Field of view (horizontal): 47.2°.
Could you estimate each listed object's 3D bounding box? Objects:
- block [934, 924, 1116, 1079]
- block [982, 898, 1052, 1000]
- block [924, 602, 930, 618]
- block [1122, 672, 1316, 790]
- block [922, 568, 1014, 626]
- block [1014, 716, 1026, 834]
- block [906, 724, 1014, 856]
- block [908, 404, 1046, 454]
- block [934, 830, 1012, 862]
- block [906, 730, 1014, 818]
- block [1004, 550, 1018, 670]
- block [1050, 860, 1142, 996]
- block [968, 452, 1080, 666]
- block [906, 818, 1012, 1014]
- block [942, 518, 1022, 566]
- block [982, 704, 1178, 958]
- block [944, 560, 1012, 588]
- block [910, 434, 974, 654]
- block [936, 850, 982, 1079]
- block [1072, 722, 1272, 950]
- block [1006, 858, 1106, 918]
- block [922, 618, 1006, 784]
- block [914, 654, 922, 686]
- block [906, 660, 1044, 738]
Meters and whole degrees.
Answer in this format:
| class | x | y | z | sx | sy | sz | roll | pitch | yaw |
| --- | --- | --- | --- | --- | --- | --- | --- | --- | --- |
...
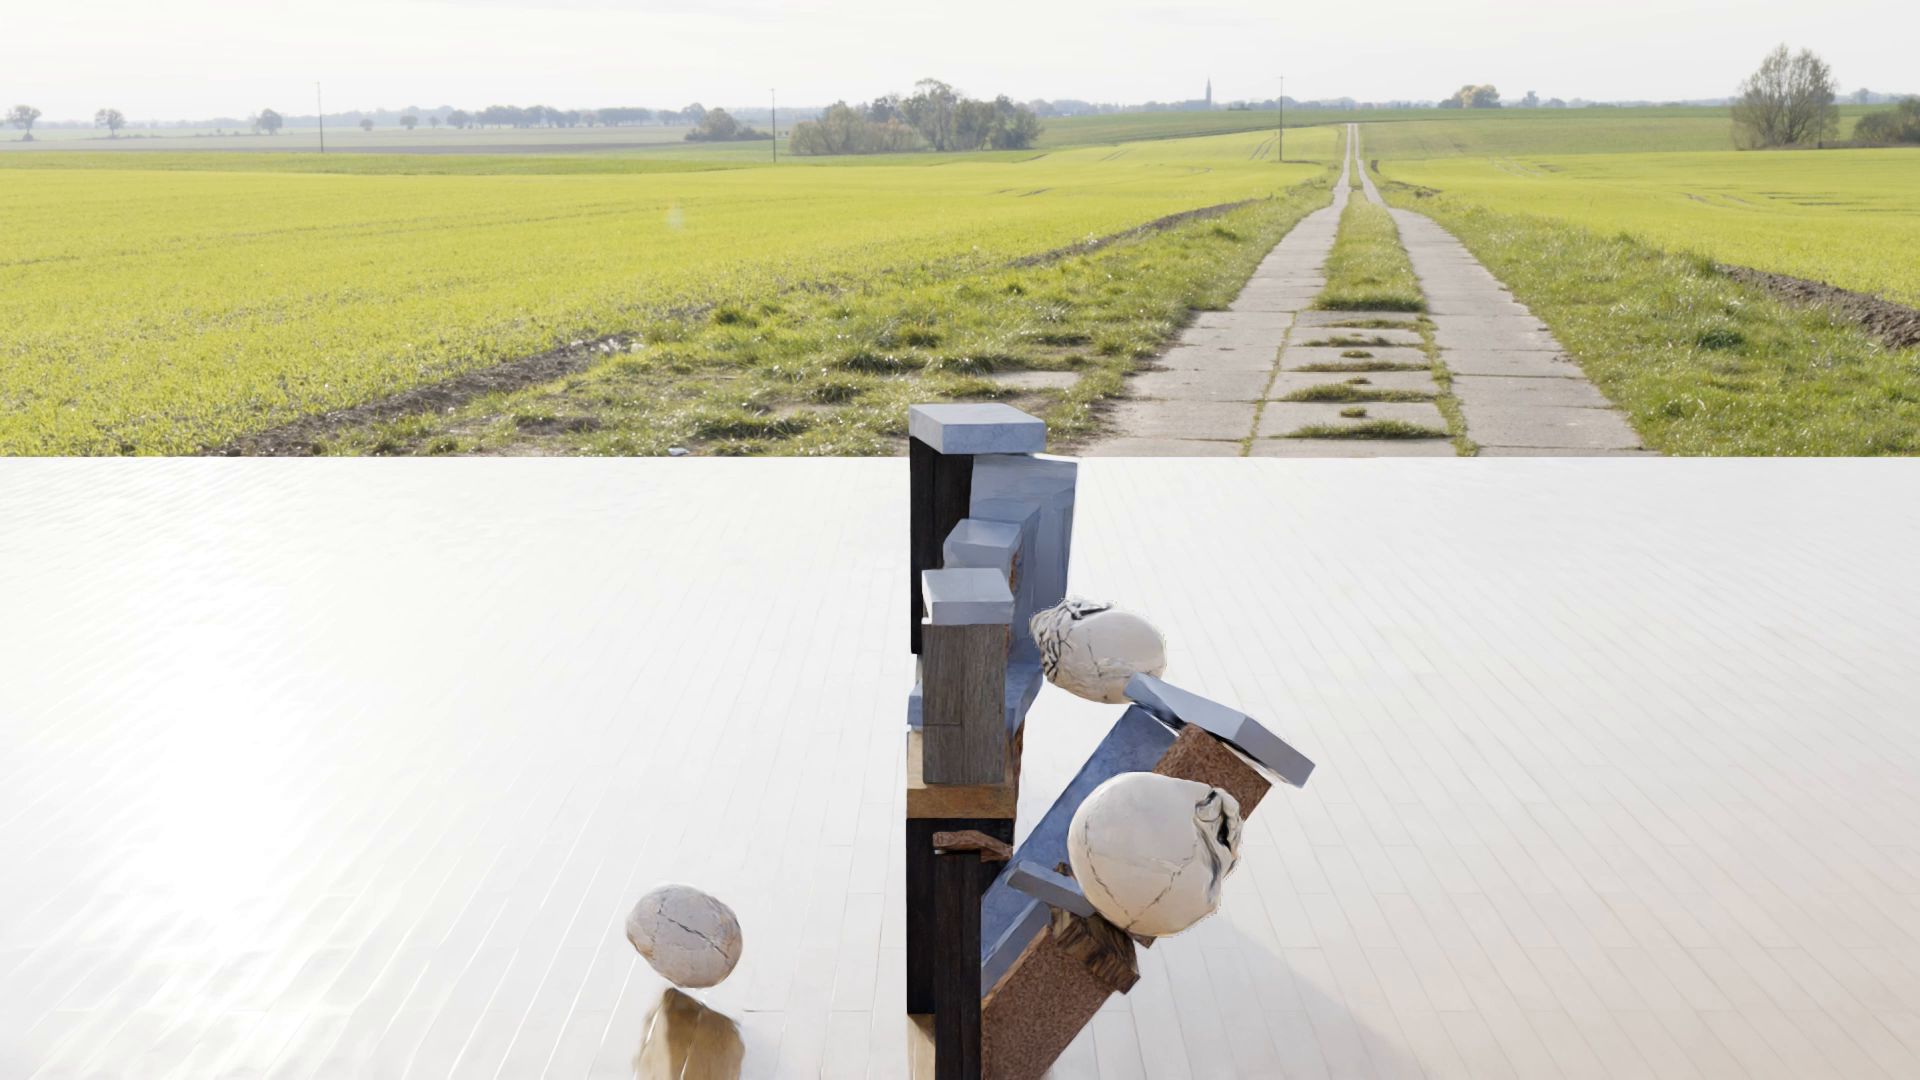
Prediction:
| class | x | y | z | sx | sy | sz | roll | pitch | yaw |
| --- | --- | --- | --- | --- | --- | --- | --- | --- | --- |
| block | 0.084 | 0.619 | 2.822 | 0.116 | 0.231 | 0.033 | 38 | 8 | -7 |
| block | 0.088 | 0.591 | 2.974 | 0.116 | 0.231 | 0.033 | 39 | 8 | -7 |
| block | 0.004 | 0.198 | 3.251 | 0.116 | 0.231 | 0.033 | 0 | 10 | 0 |
| block | 0.344 | 0.253 | 2.954 | 0.136 | 0.039 | 0.272 | 36 | -8 | -28 |
| block | 0.010 | 0.080 | 3.159 | 0.116 | 0.033 | 0.231 | -1 | 10 | -4 |
| block | 0.015 | 0.408 | 3.696 | 0.167 | 0.335 | 0.047 | 5 | 11 | 5 |
| block | 0.000 | 0.457 | 3.468 | 0.167 | 0.335 | 0.047 | 0 | 11 | 0 |
| block | 0.024 | -0.192 | 3.746 | 0.172 | 0.049 | 0.344 | -2 | 9 | -10 |
| block | 0.017 | 0.381 | 2.732 | 0.057 | 0.016 | 0.114 | -8 | -21 | 23 |
| block | -0.001 | 0.341 | 3.230 | 0.152 | 0.043 | 0.303 | 0 | 11 | 0 |
| block | 0.033 | 0.105 | 3.593 | 0.102 | 0.203 | 0.029 | 6 | 8 | 4 |
| block | 0.173 | 0.505 | 2.881 | 0.116 | 0.033 | 0.231 | 39 | 9 | -7 |
| block | 0.098 | 0.028 | 3.652 | 0.172 | 0.344 | 0.049 | 6 | 11 | 8 |
| block | -0.001 | 0.530 | 3.162 | 0.152 | 0.303 | 0.043 | 0 | 11 | 0 |
| block | 0.038 | 0.003 | 3.510 | 0.102 | 0.029 | 0.203 | 6 | 11 | 6 |
| block | 0.166 | 0.437 | 3.068 | 0.136 | 0.424 | 0.039 | 39 | -7 | -2 |
| block | 0.020 | 0.130 | 3.463 | 0.102 | 0.203 | 0.029 | 6 | 10 | 8 |
| block | -0.002 | 0.007 | 3.899 | 0.172 | 0.390 | 0.049 | 0 | 10 | 0 |
| block | -0.002 | 0.570 | 2.739 | 0.057 | 0.378 | 0.016 | 0 | 10 | 0 |
| block | 0.273 | 0.386 | 2.873 | 0.136 | 0.272 | 0.039 | 38 | -1 | -23 |
| block | 0.120 | 0.440 | 2.773 | 0.114 | 0.016 | 0.057 | 23 | -32 | -3 |
| block | 0.005 | 0.226 | 3.095 | 0.116 | 0.231 | 0.033 | 0 | 12 | 0 |
| block | -0.004 | 0.233 | 3.865 | 0.147 | 0.042 | 0.294 | 0 | 11 | 0 |
| block | 0.030 | 0.243 | 3.548 | 0.167 | 0.047 | 0.335 | 6 | 11 | 9 |
